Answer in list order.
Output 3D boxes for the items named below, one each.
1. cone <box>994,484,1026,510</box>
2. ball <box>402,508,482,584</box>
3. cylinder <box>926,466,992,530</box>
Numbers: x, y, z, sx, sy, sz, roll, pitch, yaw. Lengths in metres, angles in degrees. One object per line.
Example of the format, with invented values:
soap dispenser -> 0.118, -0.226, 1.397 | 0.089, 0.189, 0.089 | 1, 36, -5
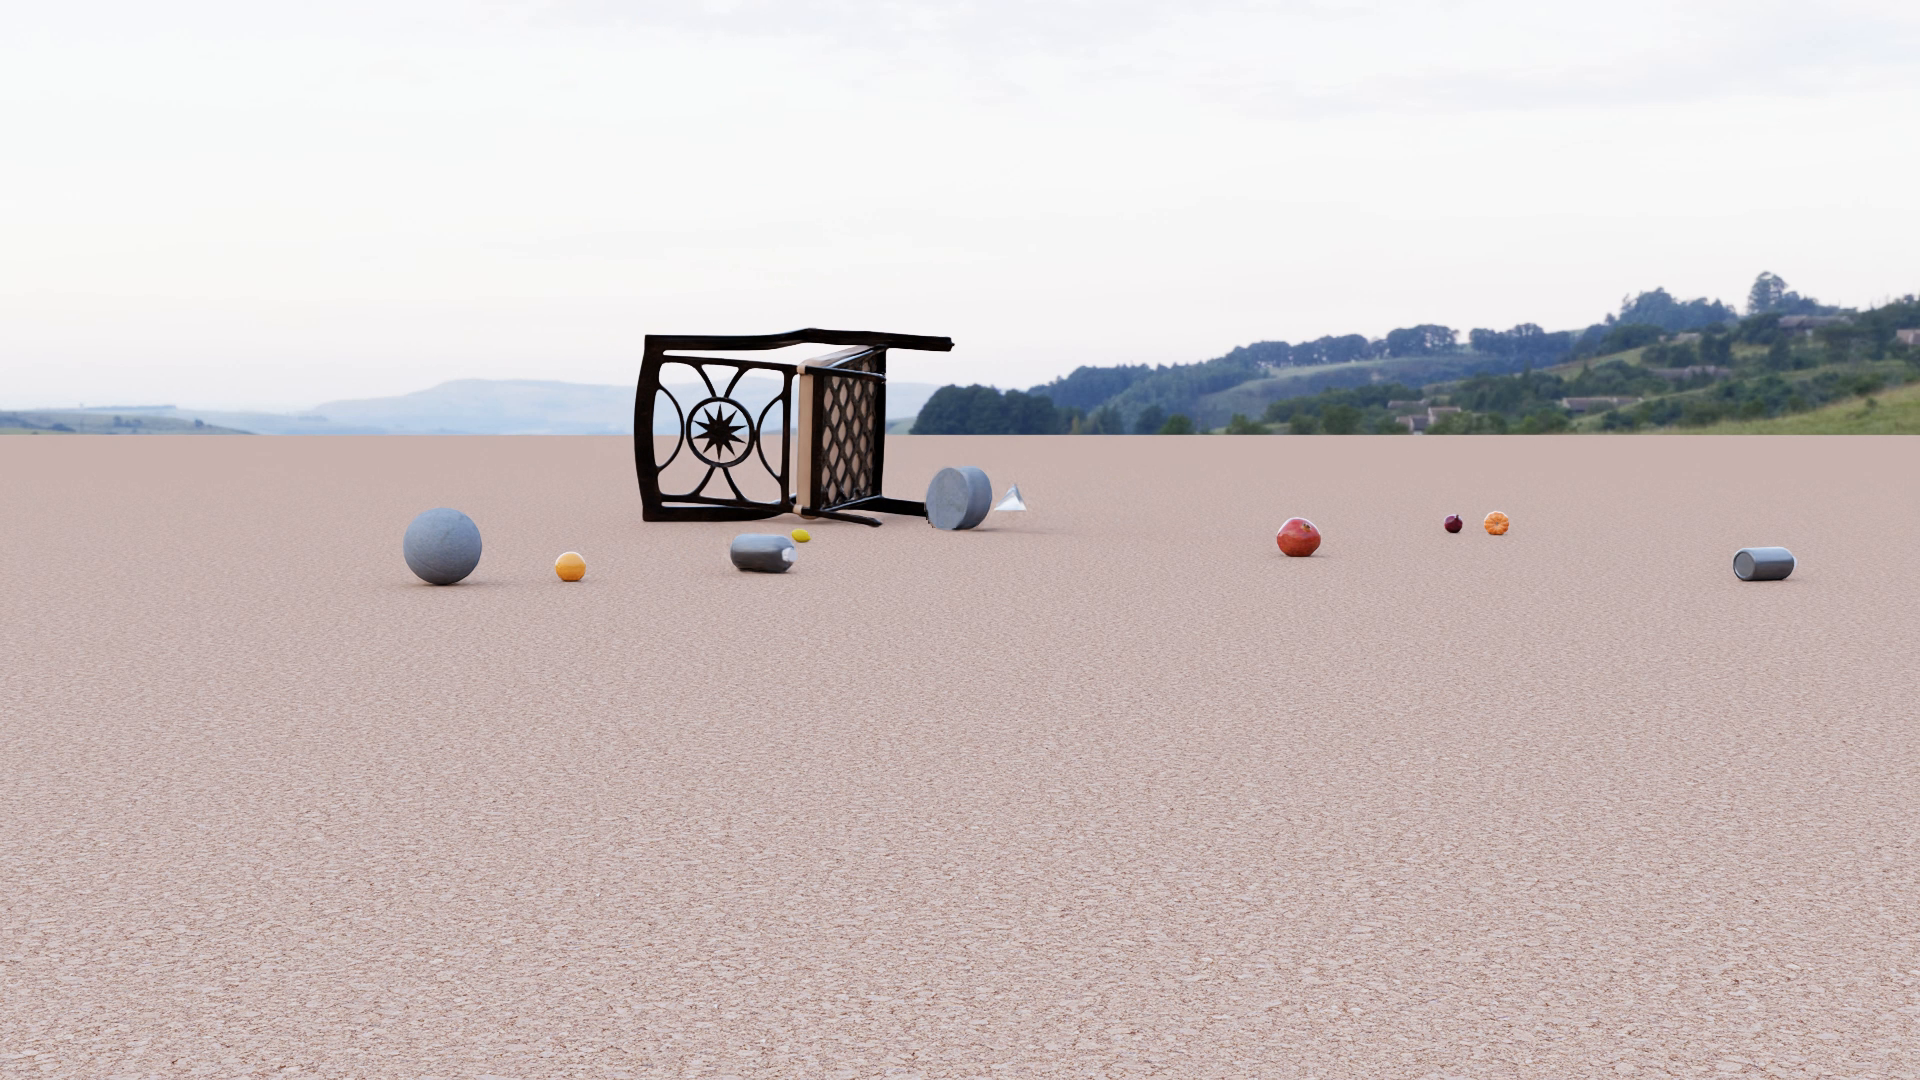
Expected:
cone -> 0.173, -0.134, 8.129 | 0.115, 0.113, 0.101 | -25, -27, 5
ball -> -1.187, 0.014, 5.043 | 0.178, 0.178, 0.178 | 0, 4, 0
cylinder -> -0.002, -0.133, 7.032 | 0.151, 0.201, 0.161 | 13, 9, 26
